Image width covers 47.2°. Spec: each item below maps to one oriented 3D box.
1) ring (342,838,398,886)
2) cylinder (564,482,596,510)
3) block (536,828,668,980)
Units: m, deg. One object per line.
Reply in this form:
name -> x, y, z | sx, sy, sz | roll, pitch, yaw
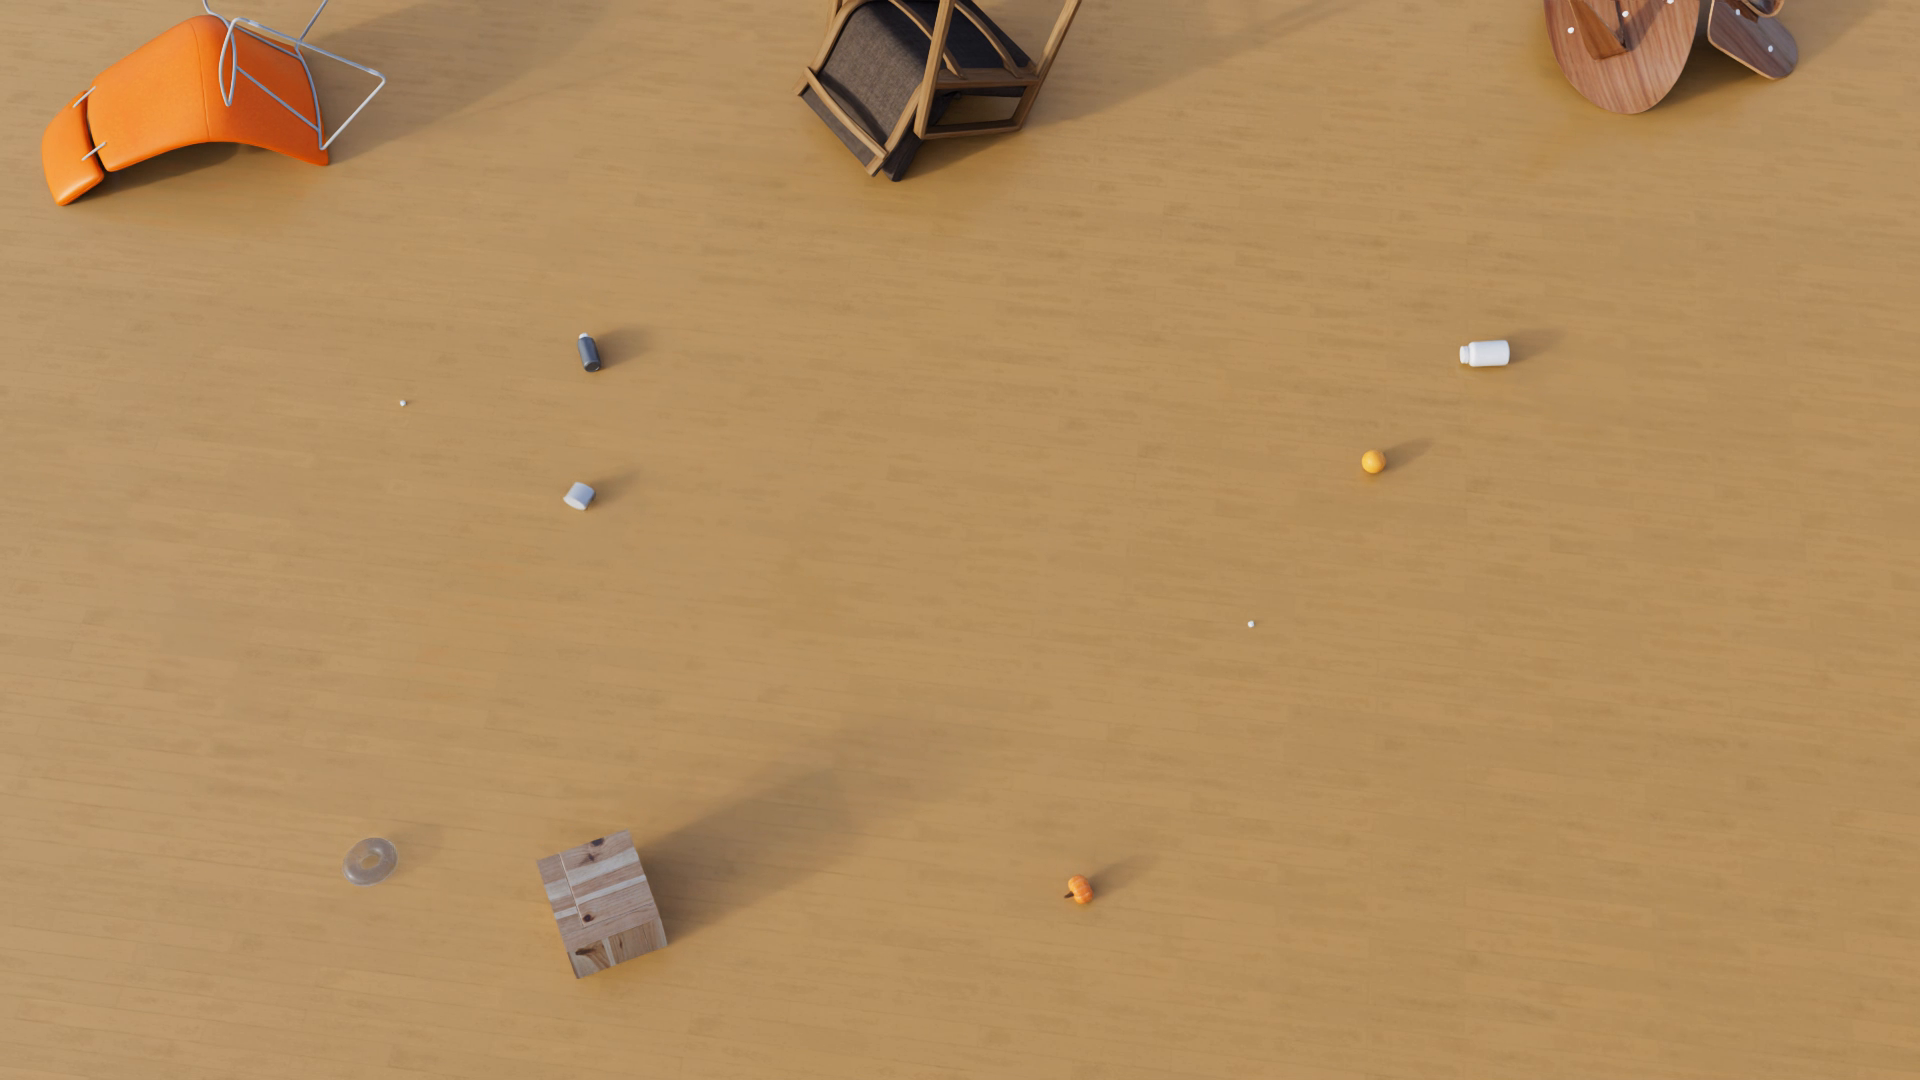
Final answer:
ring -> -1.599, 0.872, 5.959 | 0.150, 0.050, 0.133 | -34, 64, -22
cylinder -> -1.148, -0.133, 6.633 | 0.075, 0.050, 0.060 | 20, 58, 15
block -> -0.946, 0.962, 5.820 | 0.252, 0.179, 0.277 | -19, 58, -12
